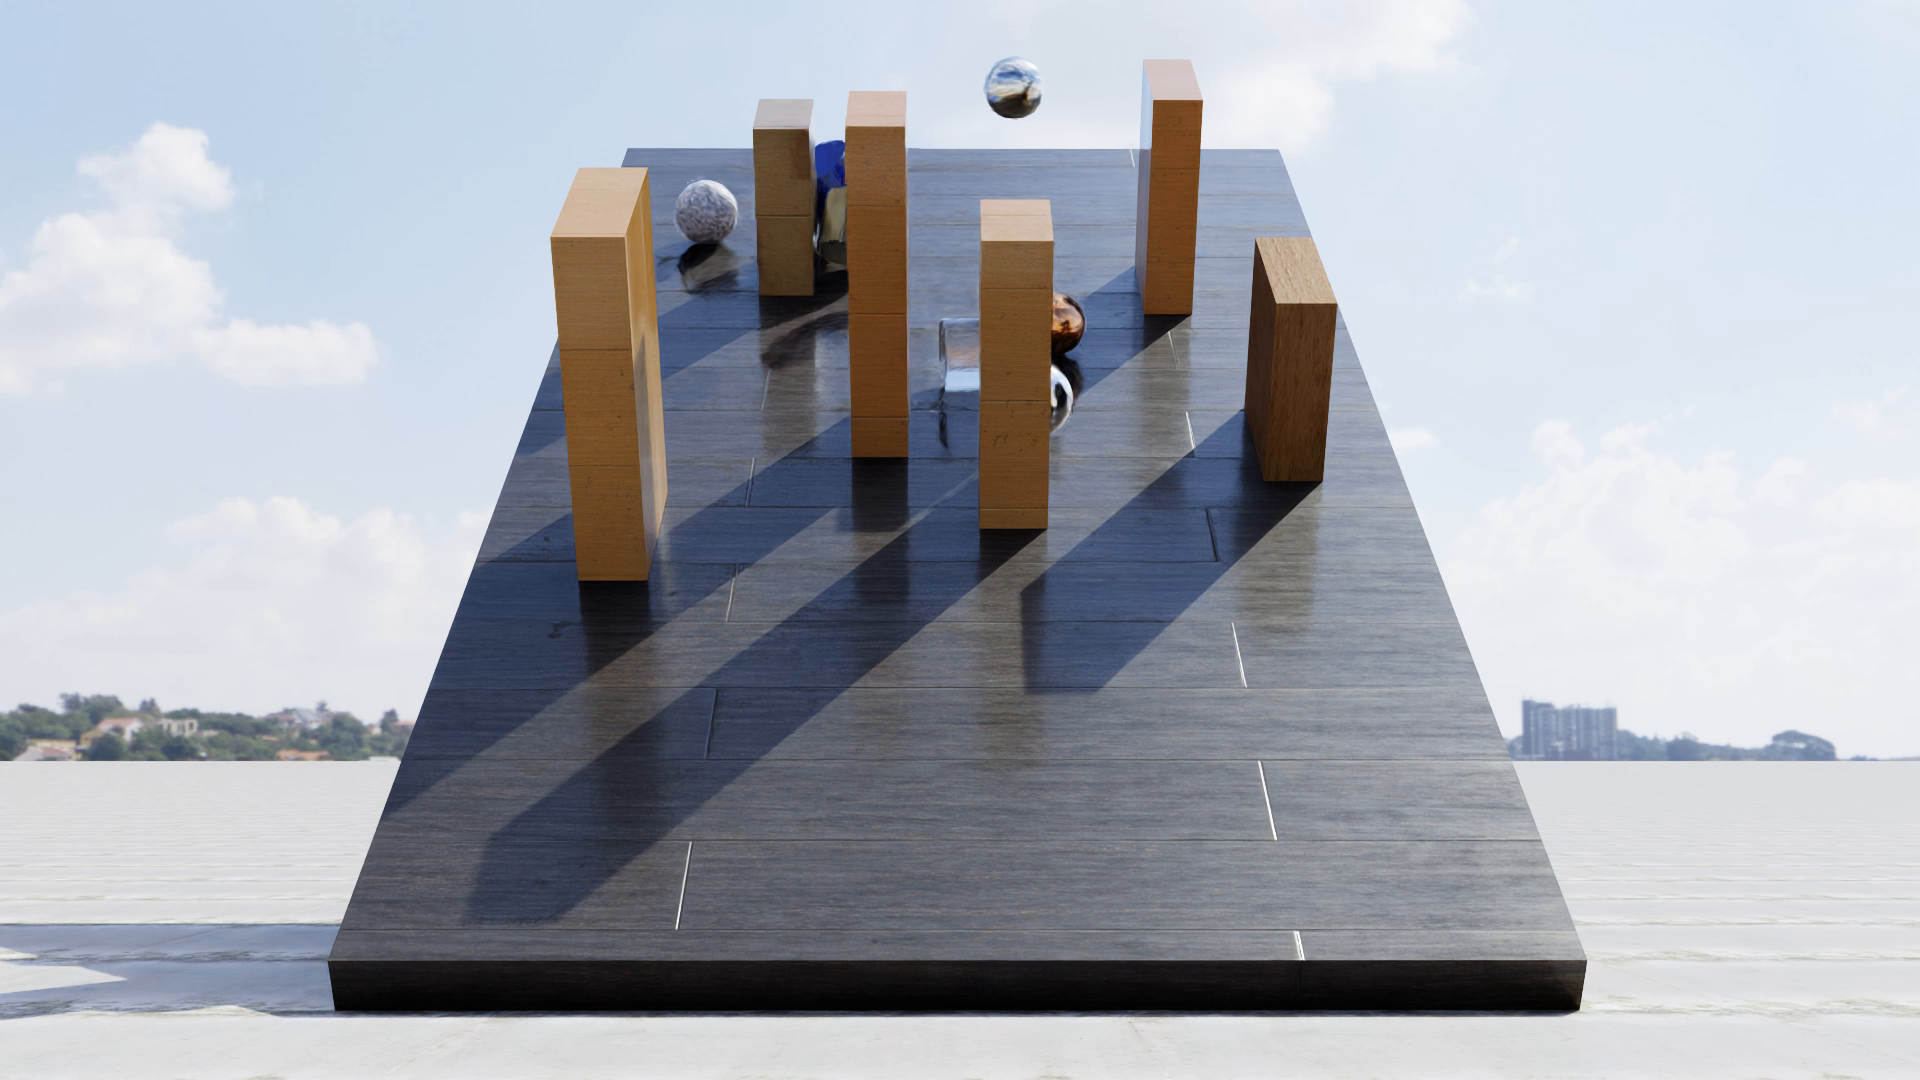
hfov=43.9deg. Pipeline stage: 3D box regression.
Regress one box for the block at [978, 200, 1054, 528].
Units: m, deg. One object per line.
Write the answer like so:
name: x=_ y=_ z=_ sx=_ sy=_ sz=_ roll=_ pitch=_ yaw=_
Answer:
block: x=0.115 y=-0.370 z=5.048 sx=0.145 sy=0.652 sz=0.245 roll=0 pitch=28 yaw=0

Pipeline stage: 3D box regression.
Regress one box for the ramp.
ramp: x=-0.011 y=-0.223 z=5.575 sx=2.000 sy=0.100 sz=4.000 roll=0 pitch=28 yaw=0

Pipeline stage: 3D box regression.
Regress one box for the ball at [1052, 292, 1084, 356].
ball: x=0.231 y=-0.533 z=5.889 sx=0.156 sy=0.156 sz=0.156 roll=0 pitch=-5 yaw=0

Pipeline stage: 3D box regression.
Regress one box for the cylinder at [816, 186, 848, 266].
cylinder: x=-0.293 y=-0.837 z=6.374 sx=0.158 sy=0.158 sz=0.158 roll=9 pitch=-17 yaw=3

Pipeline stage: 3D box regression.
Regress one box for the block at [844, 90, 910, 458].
block: x=-0.181 y=-0.590 z=5.329 sx=0.127 sy=0.777 sz=0.251 roll=0 pitch=28 yaw=0

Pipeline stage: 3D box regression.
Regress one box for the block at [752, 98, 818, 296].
block: x=-0.456 y=-0.902 z=6.265 sx=0.144 sy=0.453 sz=0.254 roll=0 pitch=28 yaw=0

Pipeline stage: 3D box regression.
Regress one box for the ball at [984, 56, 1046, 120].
ball: x=0.150 y=-1.244 z=6.563 sx=0.170 sy=0.170 sz=0.170 roll=0 pitch=-5 yaw=0

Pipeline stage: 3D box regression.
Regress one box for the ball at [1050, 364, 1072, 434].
ball: x=0.167 y=-0.324 z=5.464 sx=0.183 sy=0.183 sz=0.183 roll=0 pitch=-5 yaw=0

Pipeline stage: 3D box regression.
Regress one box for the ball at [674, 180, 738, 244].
ball: x=-0.698 y=-0.902 z=6.562 sx=0.175 sy=0.175 sz=0.175 roll=0 pitch=-5 yaw=0

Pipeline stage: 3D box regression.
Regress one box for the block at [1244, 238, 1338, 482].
block: x=0.741 y=-0.411 z=5.373 sx=0.131 sy=0.425 sz=0.396 roll=0 pitch=28 yaw=0

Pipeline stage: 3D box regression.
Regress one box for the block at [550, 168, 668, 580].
block: x=-0.711 y=-0.341 z=4.888 sx=0.141 sy=0.746 sz=0.402 roll=0 pitch=28 yaw=0

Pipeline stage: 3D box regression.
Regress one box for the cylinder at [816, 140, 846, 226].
cylinder: x=-0.347 y=-0.968 z=6.564 sx=0.188 sy=0.188 sz=0.188 roll=-4 pitch=-44 yaw=38

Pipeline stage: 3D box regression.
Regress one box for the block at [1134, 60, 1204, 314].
block: x=0.537 y=-0.916 z=6.173 sx=0.124 sy=0.570 sz=0.349 roll=0 pitch=28 yaw=0
